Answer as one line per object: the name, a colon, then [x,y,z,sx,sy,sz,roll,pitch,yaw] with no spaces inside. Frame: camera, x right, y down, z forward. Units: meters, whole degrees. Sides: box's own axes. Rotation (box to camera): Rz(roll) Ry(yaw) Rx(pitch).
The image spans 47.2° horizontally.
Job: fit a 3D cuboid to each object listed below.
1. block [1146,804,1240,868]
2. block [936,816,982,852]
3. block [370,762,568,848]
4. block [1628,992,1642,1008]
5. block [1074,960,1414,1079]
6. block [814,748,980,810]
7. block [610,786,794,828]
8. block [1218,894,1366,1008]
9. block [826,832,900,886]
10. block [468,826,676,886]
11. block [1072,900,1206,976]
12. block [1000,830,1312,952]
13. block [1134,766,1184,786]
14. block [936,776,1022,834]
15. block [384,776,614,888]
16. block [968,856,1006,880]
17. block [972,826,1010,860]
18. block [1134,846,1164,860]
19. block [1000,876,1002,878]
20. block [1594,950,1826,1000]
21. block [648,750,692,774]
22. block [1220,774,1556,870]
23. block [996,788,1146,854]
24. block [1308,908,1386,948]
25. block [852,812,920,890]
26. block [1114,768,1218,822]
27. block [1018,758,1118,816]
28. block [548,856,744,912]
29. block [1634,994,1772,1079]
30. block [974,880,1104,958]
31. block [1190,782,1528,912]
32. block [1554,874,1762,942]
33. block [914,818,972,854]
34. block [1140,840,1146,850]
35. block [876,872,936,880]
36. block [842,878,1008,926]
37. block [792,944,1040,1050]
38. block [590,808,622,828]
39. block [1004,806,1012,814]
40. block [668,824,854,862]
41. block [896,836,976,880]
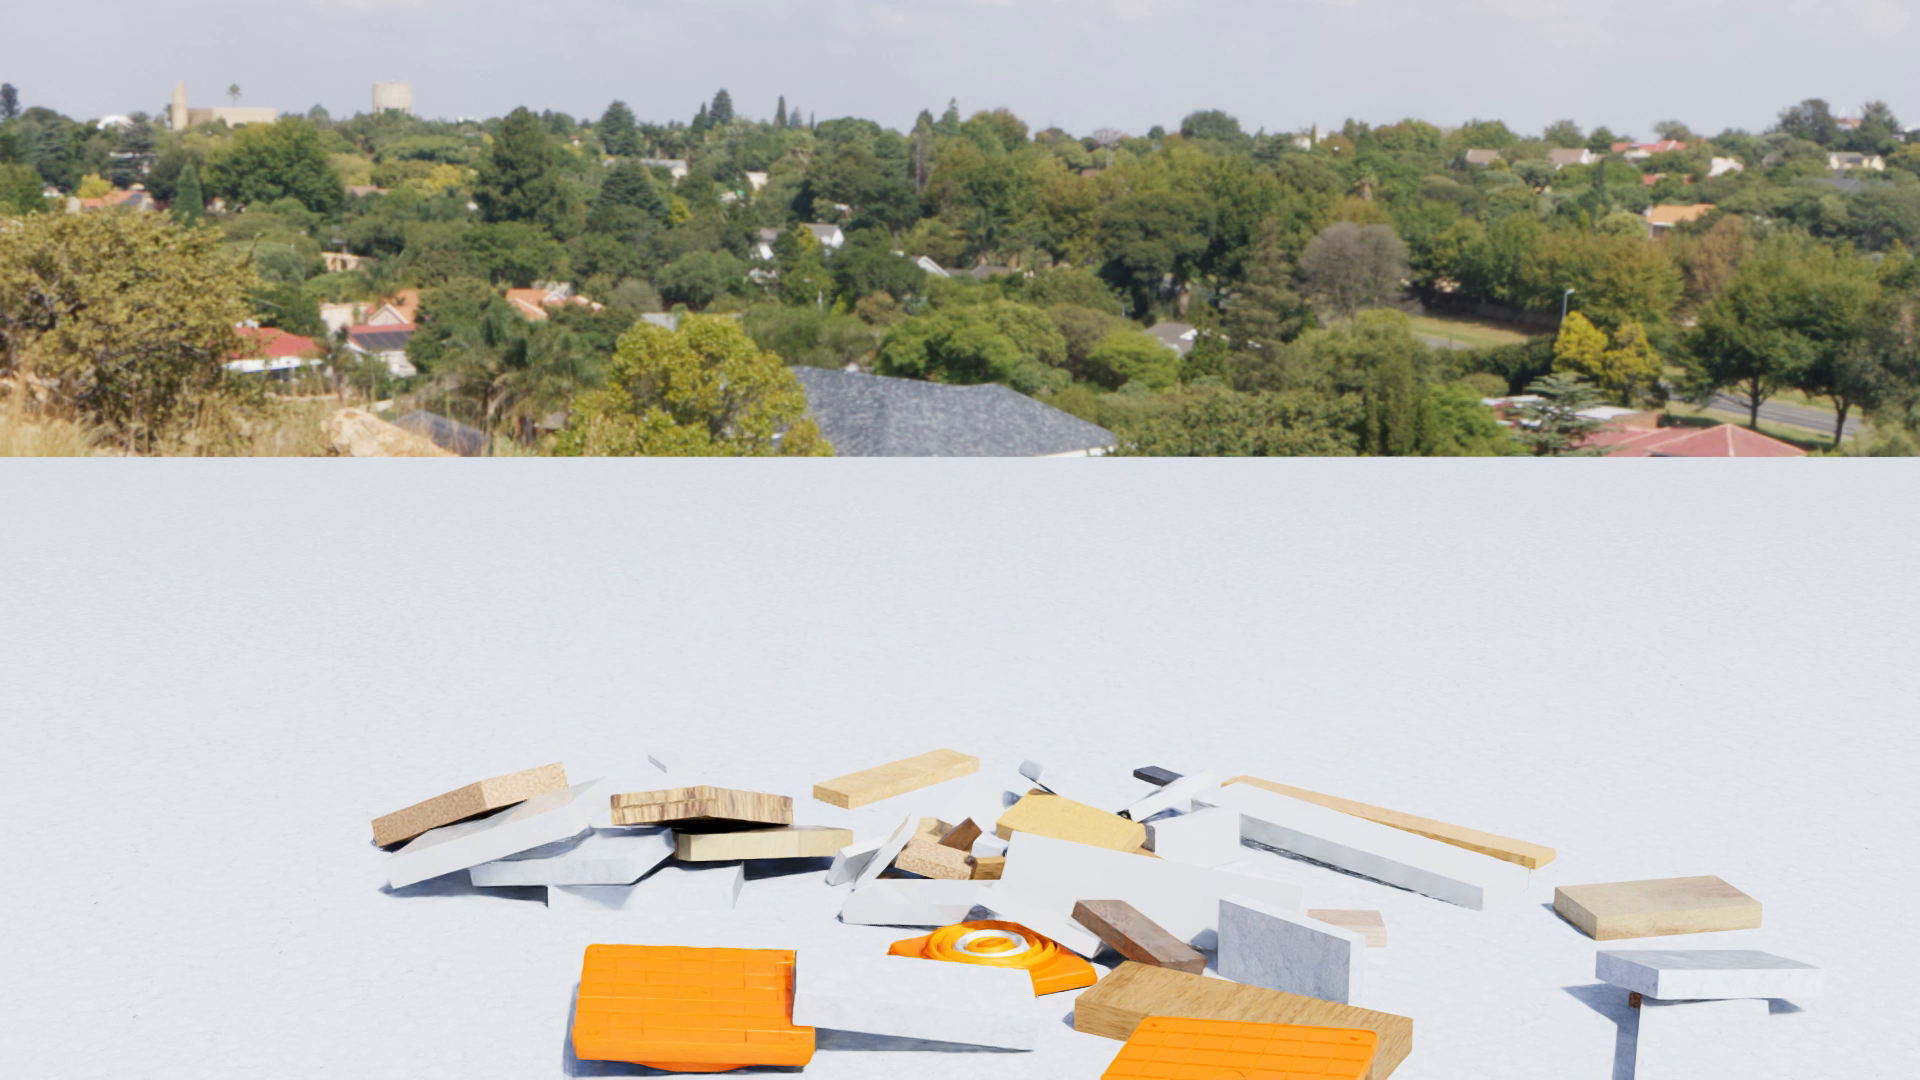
block: [0.401,0.520,3.784,0.189,0.094,0.027,-7,11,-34]
block: [-0.005,0.522,3.771,0.095,0.048,0.014,-39,14,0]
block: [-0.859,0.463,3.843,0.347,0.049,0.174,-21,-8,41]
block: [1.043,0.661,3.231,0.072,0.020,0.144,7,13,34]
block: [0.394,0.677,3.071,0.437,0.048,0.169,6,12,29]
block: [-0.120,0.463,4.278,0.099,0.028,0.355,11,15,43]
block: [-0.434,0.461,3.746,0.174,0.049,0.347,-8,-12,19]
block: [0.483,0.610,3.227,0.034,0.122,0.243,-10,14,-42]
block: [-0.157,0.541,3.739,0.143,0.072,0.020,-10,47,-44]
block: [-0.643,0.524,3.647,0.302,0.043,0.151,-5,11,23]
block: [0.271,0.605,3.347,0.099,0.028,0.199,7,15,-41]
block: [0.298,0.564,3.471,0.515,0.122,0.034,7,-15,32]
block: [0.393,0.464,4.305,0.052,0.015,0.104,-8,13,-36]
block: [0.078,0.492,3.823,0.223,0.032,0.112,18,48,38]
block: [-0.764,0.485,3.657,0.347,0.049,0.174,-18,6,16]
block: [0.040,0.556,3.598,0.048,0.095,0.014,1,39,-20]
block: [0.122,0.527,3.670,0.188,0.027,0.094,13,12,15]
block: [0.335,0.553,3.658,0.146,0.021,0.073,26,14,6]
block: [0.149,0.560,3.667,0.188,0.027,0.094,11,11,5]
block: [1.080,0.625,3.167,0.286,0.041,0.143,4,0,-20]
block: [-0.582,0.445,4.408,0.053,0.015,0.106,-6,12,-28]
block: [0.770,0.512,4.032,0.665,0.020,0.072,10,14,42]
block: [0.183,0.484,3.652,0.223,0.032,0.112,15,36,34]
block: [0.573,0.612,3.476,0.189,0.027,0.094,1,11,3]
block: [-0.123,0.525,3.682,0.020,0.143,0.072,40,12,-2]
block: [0.359,0.473,3.994,0.207,0.029,0.103,-21,-6,-33]
block: [0.195,0.441,3.773,0.189,0.027,0.095,34,-7,-19]
block: [-0.519,0.570,3.660,0.302,0.043,0.151,0,11,1]
block: [1.002,0.696,2.967,0.169,0.048,0.337,4,11,18]
block: [0.125,0.581,3.372,0.199,0.028,0.099,24,0,13]
block: [0.683,0.527,3.828,0.600,0.041,0.143,13,16,42]
block: [1.124,0.592,3.546,0.286,0.041,0.143,-2,11,-12]
block: [-0.030,0.535,3.885,0.103,0.029,0.207,-2,11,-10]
block: [0.211,0.518,3.829,0.223,0.032,0.112,18,21,38]
block: [-0.070,0.578,3.676,0.143,0.020,0.072,1,11,6]
block: [-0.055,0.583,3.546,0.243,0.034,0.121,-2,9,19]
block: [-0.065,0.641,3.085,0.337,0.048,0.169,7,11,-5]
block: [-0.655,0.514,4.039,0.053,0.015,0.106,-3,11,-15]
block: [0.147,0.478,3.740,0.073,0.021,0.146,-24,27,-28]
block: [-0.351,0.516,3.757,0.302,0.043,0.151,3,-4,-31]
block: [-0.010,0.547,3.691,0.188,0.027,0.094,16,12,2]
